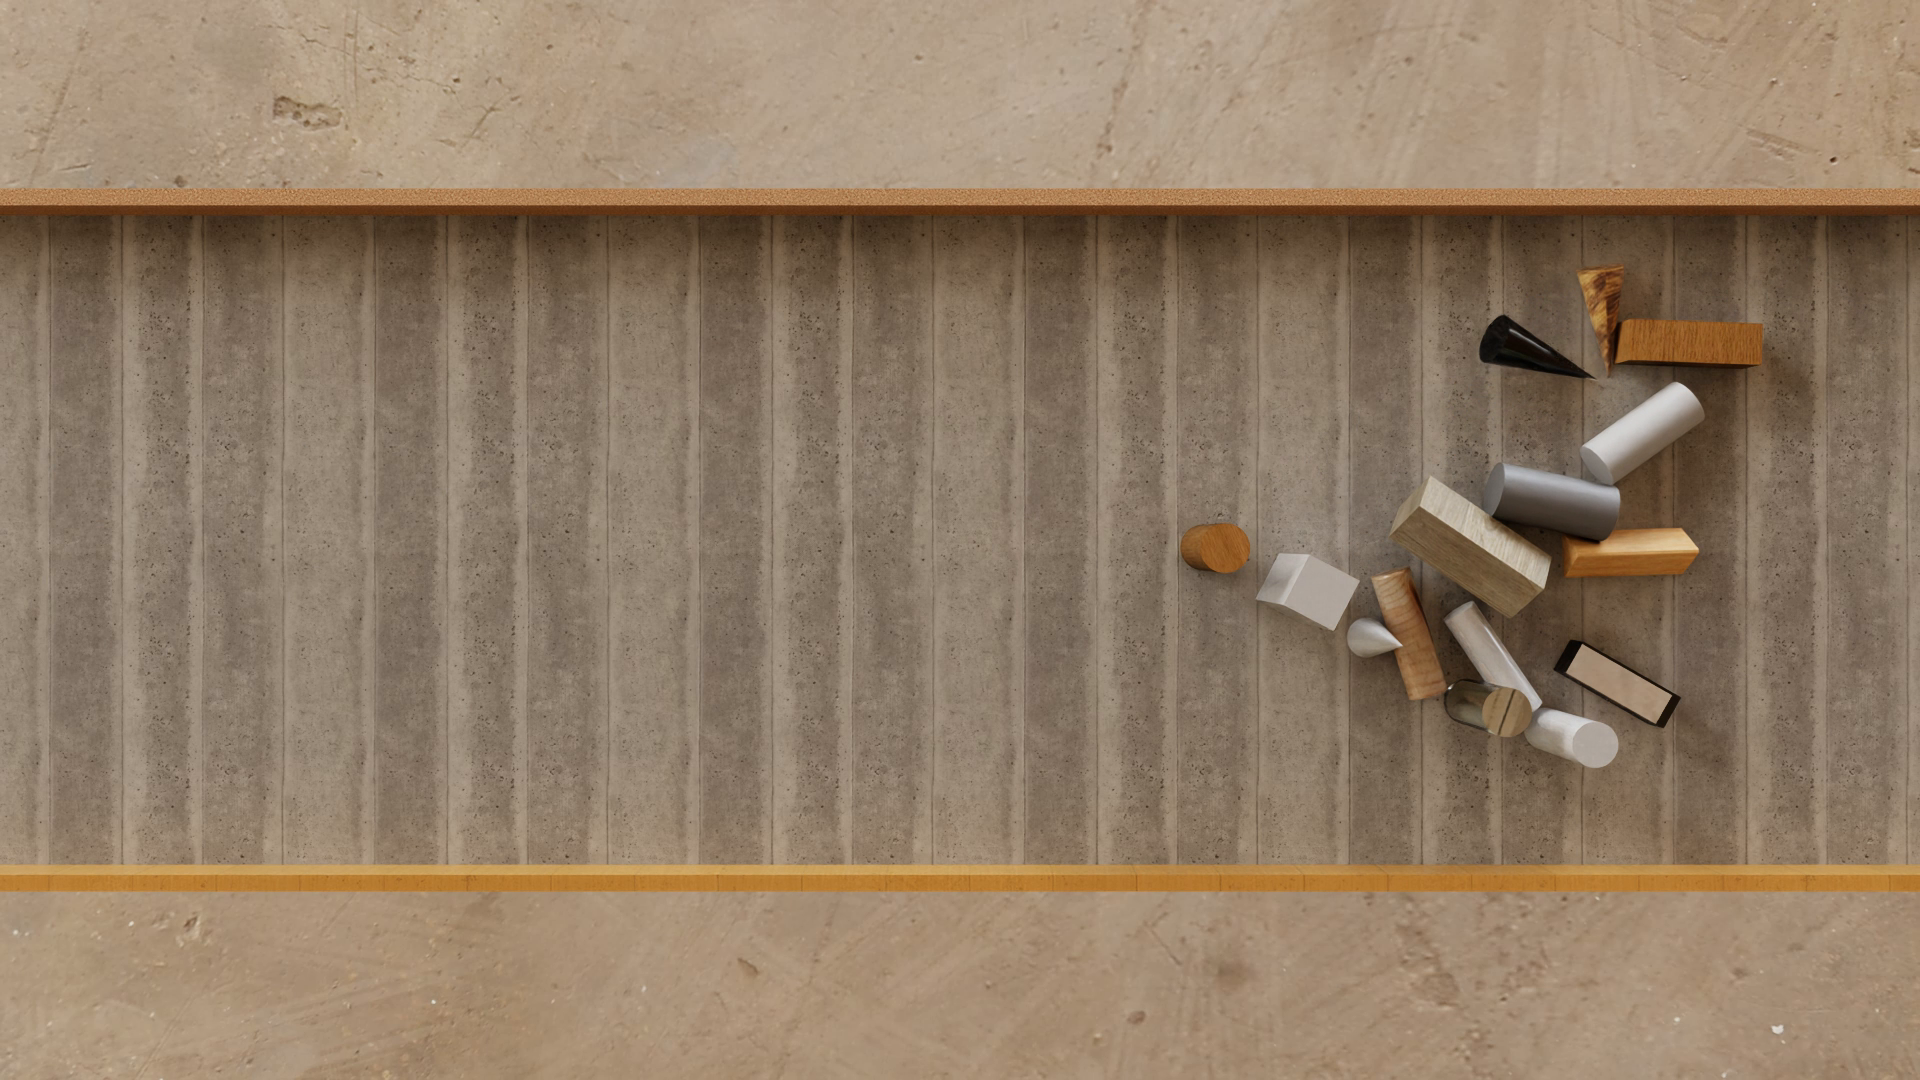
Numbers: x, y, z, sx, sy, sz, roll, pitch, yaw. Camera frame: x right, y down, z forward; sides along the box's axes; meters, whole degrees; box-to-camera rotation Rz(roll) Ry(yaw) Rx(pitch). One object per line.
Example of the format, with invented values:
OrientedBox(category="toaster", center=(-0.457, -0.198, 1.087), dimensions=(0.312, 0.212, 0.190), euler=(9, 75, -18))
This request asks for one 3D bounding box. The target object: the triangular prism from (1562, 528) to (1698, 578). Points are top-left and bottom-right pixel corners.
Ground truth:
OrientedBox(category="triangular prism", center=(2.038, 0.039, 5.013), dimensions=(0.364, 0.120, 0.139), euler=(-2, 90, 0))

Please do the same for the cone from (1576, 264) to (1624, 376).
OrientedBox(category="cone", center=(1.970, -0.662, 5.043), dimensions=(0.137, 0.137, 0.344), euler=(-9, 101, 0))

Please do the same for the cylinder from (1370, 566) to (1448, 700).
OrientedBox(category="cylinder", center=(1.367, 0.282, 5.017), dimensions=(0.120, 0.120, 0.390), euler=(-17, 90, 0))

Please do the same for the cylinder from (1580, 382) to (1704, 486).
OrientedBox(category="cylinder", center=(2.068, -0.322, 5.003), dimensions=(0.337, 0.147, 0.147), euler=(-35, 90, 0))

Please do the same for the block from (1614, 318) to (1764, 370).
OrientedBox(category="block", center=(2.211, -0.595, 5.014), dimensions=(0.397, 0.124, 0.124), euler=(2, 90, 0))

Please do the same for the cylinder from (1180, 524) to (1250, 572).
OrientedBox(category="cylinder", center=(0.749, 0.023, 4.866), dimensions=(0.141, 0.421, 0.141), euler=(0, 90, 0))

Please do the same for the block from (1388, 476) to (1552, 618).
OrientedBox(category="block", center=(1.535, 0.022, 4.964), dimensions=(0.442, 0.160, 0.160), euler=(34, 45, 0))

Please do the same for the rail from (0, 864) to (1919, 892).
OrientedBox(category="rail", center=(-2.247, 1.025, 5.001), dimensions=(12.000, 0.150, 0.050), euler=(0, 90, 0))

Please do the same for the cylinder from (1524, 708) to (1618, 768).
OrientedBox(category="cylinder", center=(1.801, 0.581, 4.875), dimensions=(0.131, 0.402, 0.131), euler=(0, 90, 0))

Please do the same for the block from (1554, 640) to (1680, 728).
OrientedBox(category="block", center=(1.999, 0.437, 5.023), dimensions=(0.339, 0.108, 0.108), euler=(30, 90, 0))

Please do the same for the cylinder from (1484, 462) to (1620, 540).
OrientedBox(category="cylinder", center=(1.787, -0.116, 4.991), dimensions=(0.351, 0.171, 0.171), euler=(12, 90, 0))

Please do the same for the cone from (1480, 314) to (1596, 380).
OrientedBox(category="cone", center=(1.793, -0.550, 5.038), dimensions=(0.374, 0.154, 0.154), euler=(19, 90, -12))

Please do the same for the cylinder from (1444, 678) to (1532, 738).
OrientedBox(category="cylinder", center=(1.558, 0.494, 4.885), dimensions=(0.142, 0.380, 0.142), euler=(0, 89, 0))

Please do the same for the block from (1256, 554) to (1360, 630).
OrientedBox(category="block", center=(1.016, 0.148, 4.855), dimensions=(0.159, 0.443, 0.159), euler=(28, 90, 0))

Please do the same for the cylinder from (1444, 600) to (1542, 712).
OrientedBox(category="cylinder", center=(1.622, 0.367, 5.023), dimensions=(0.108, 0.108, 0.367), euler=(-34, 90, 0))

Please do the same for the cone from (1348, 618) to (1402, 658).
OrientedBox(category="cone", center=(1.253, 0.301, 4.871), dimensions=(0.124, 0.411, 0.124), euler=(0, 90, 0))

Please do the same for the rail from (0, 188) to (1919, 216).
OrientedBox(category="rail", center=(-2.247, -1.025, 5.002), dimensions=(12.000, 0.150, 0.050), euler=(0, 90, 0))
